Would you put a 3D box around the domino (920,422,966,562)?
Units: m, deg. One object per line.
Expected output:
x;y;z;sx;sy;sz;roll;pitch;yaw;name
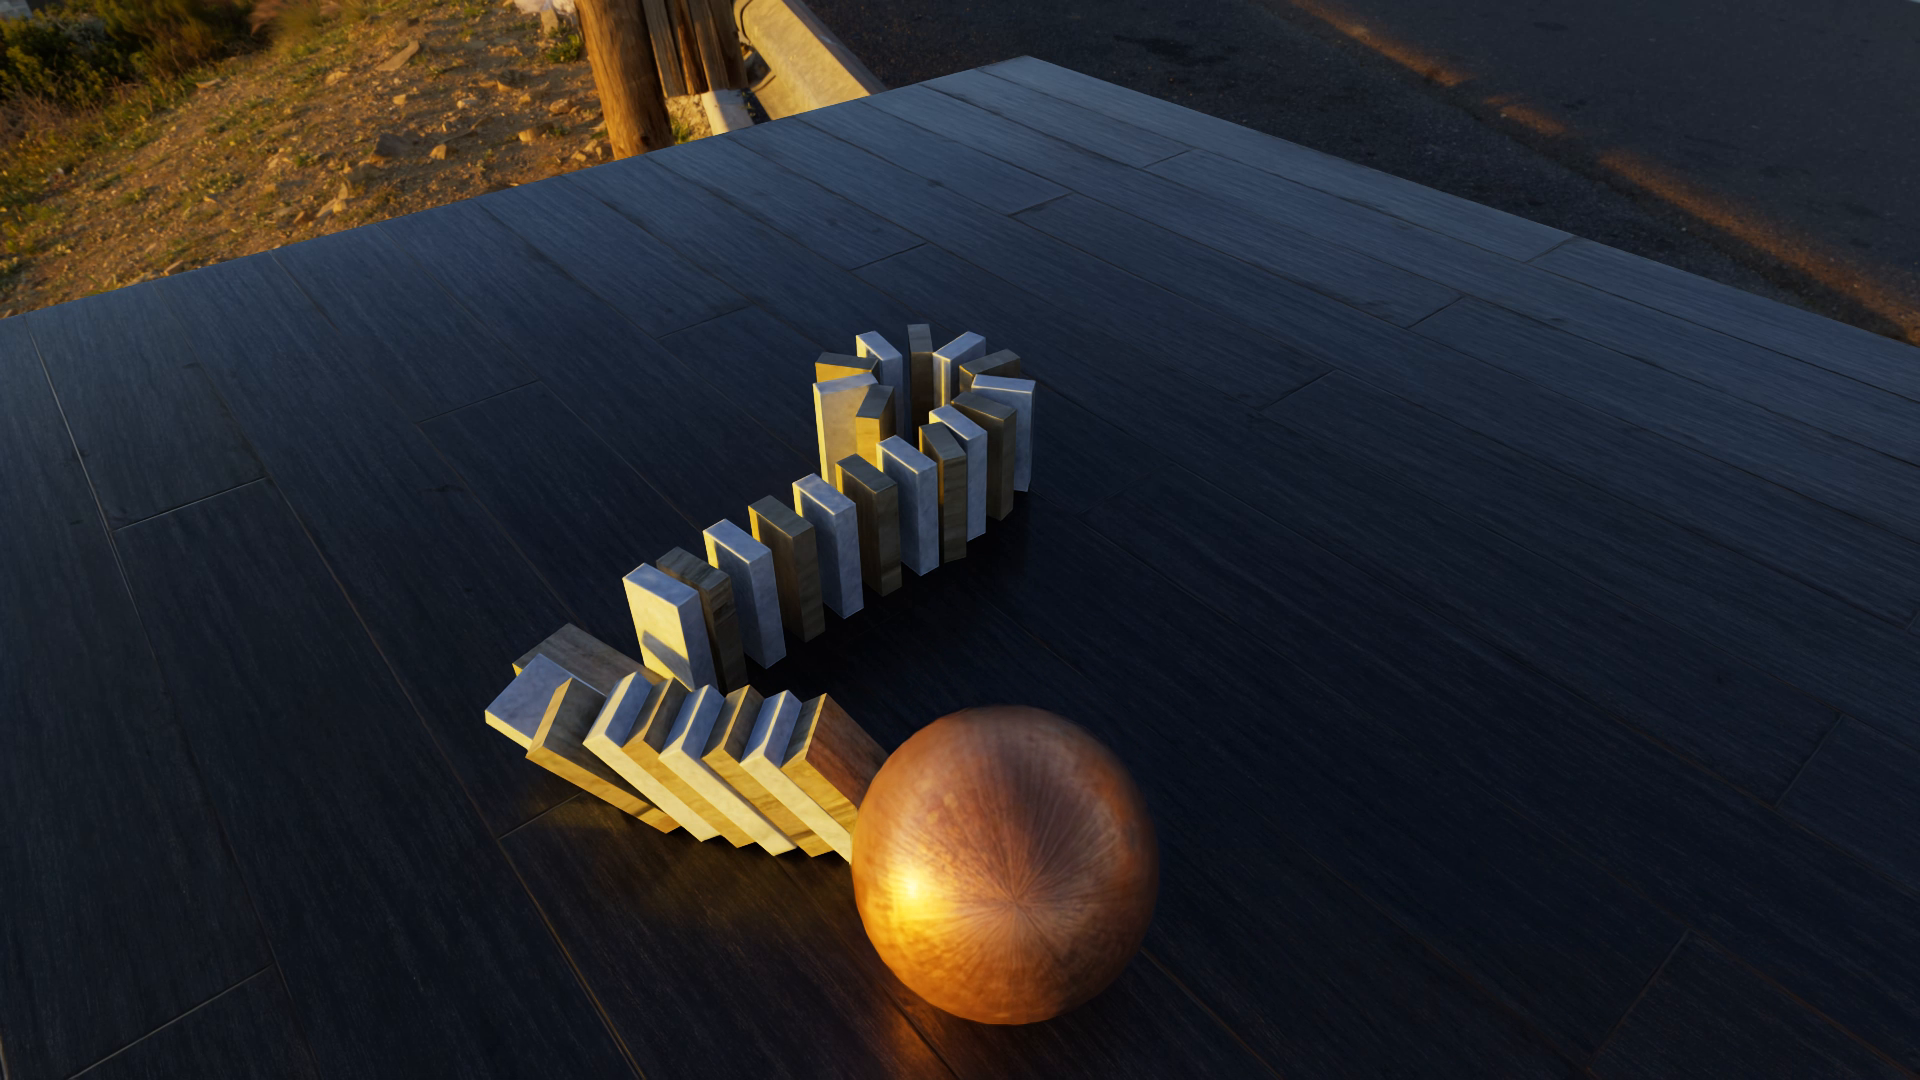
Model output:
-0.007;-0.019;0.434;0.010;0.050;0.025;-15;42;-17;domino

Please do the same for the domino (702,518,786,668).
-0.075;0.019;0.388;0.025;0.050;0.010;31;48;32;domino

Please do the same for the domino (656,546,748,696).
-0.088;0.029;0.377;0.025;0.050;0.010;25;46;27;domino

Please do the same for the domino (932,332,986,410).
0.000;-0.065;0.490;0.010;0.050;0.025;26;46;28;domino

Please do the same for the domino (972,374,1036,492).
0.018;-0.045;0.466;0.025;0.050;0.009;8;40;9;domino

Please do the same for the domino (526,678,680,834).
-0.104;0.066;0.335;0.009;0.050;0.025;-32;33;32;domino

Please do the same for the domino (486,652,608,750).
-0.123;0.061;0.353;0.050;0.010;0.025;32;52;2;domino

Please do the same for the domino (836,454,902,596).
-0.034;-0.005;0.418;0.009;0.050;0.025;-29;47;-30;domino

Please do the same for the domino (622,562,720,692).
-0.097;0.034;0.370;0.025;0.050;0.009;24;45;26;domino

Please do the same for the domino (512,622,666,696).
-0.128;0.049;0.384;0.050;0.010;0.025;23;45;26;domino

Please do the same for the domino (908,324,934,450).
-0.017;-0.069;0.495;0.009;0.050;0.025;-4;39;-4;domino

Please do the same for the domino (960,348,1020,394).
0.013;-0.056;0.480;0.025;0.050;0.009;-23;45;-26;domino

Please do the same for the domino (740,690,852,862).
-0.042;0.071;0.328;0.010;0.050;0.025;-25;30;28;domino

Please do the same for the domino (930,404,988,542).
-0.001;-0.027;0.444;0.009;0.050;0.025;-26;46;-28;domino

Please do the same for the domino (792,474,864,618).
-0.049;0.003;0.408;0.009;0.050;0.025;-30;48;-31;domino

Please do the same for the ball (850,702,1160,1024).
0.012;0.083;0.287;0.080;0.080;0.080;0;39;0;ball

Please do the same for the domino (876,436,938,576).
-0.020;-0.013;0.427;0.010;0.050;0.025;-28;47;-30;domino

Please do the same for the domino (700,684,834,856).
-0.054;0.069;0.330;0.010;0.050;0.025;-25;30;28;domino

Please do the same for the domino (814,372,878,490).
-0.047;-0.045;0.466;0.025;0.050;0.010;-15;42;-18;domino

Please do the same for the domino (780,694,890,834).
-0.030;0.072;0.327;0.009;0.050;0.025;-25;30;28;domino

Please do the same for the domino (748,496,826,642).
-0.062;0.011;0.398;0.009;0.050;0.025;-32;49;-33;domino

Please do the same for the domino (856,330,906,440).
-0.035;-0.065;0.491;0.010;0.050;0.025;-20;44;-23;domino

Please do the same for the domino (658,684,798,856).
-0.065;0.069;0.330;0.009;0.050;0.025;-25;31;28;domino

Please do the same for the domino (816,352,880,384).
-0.048;-0.056;0.480;0.025;0.050;0.009;9;40;11;domino

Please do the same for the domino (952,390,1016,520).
0.009;-0.034;0.453;0.025;0.050;0.009;23;45;26;domino

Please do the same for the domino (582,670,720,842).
-0.088;0.066;0.334;0.009;0.050;0.025;-25;30;28;domino

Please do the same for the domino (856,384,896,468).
-0.034;-0.036;0.456;0.010;0.050;0.025;7;40;9;domino

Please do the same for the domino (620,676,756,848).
-0.077;0.067;0.332;0.009;0.050;0.025;-25;30;28;domino
